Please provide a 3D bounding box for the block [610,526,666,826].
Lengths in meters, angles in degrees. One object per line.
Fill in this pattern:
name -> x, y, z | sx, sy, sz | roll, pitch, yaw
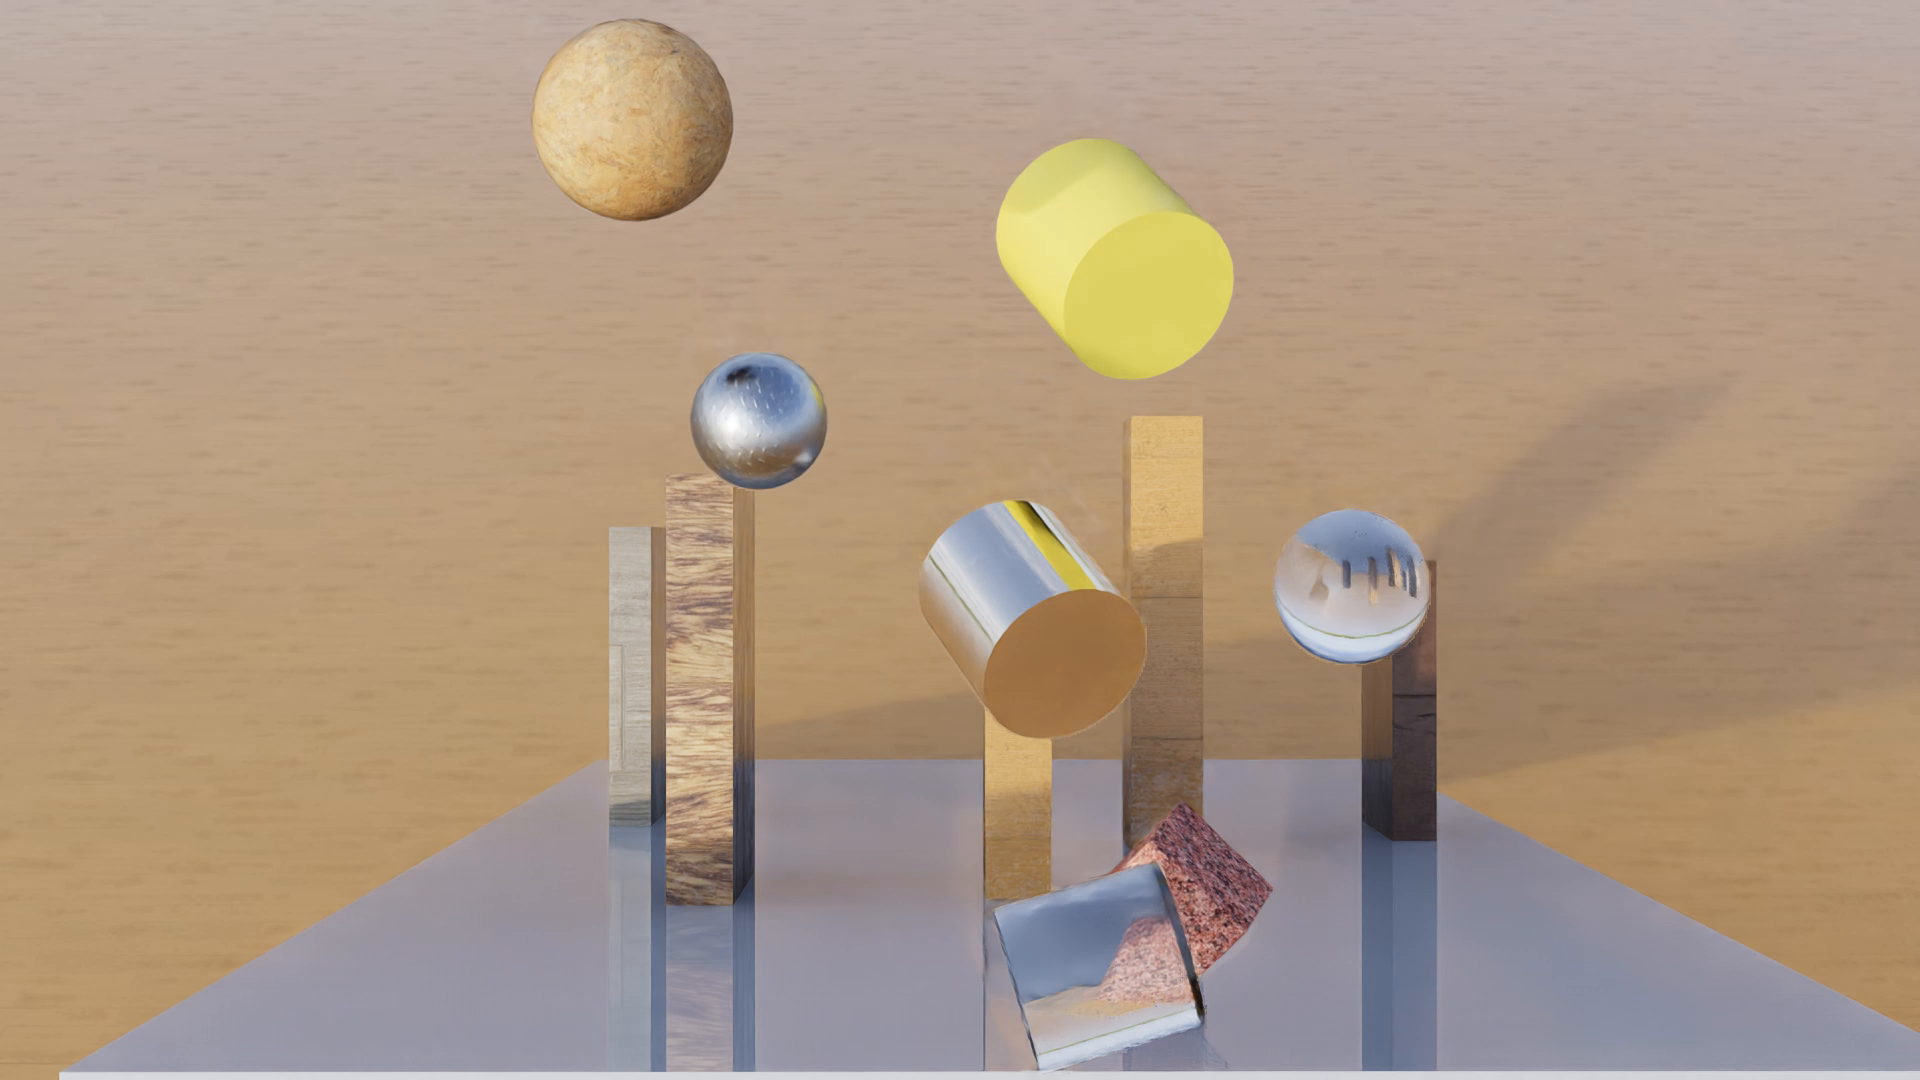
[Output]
block -> -0.645, 0.267, 5.262 | 0.081, 0.585, 0.405 | 0, 0, 0

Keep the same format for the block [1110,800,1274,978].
block -> 0.249, 0.430, 3.047 | 0.150, 0.150, 0.150 | 44, 22, 5

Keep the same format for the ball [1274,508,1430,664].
ball -> 0.434, 0.051, 2.872 | 0.172, 0.172, 0.172 | 0, 31, 0

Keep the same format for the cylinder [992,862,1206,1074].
cylinder -> 0.143, 0.441, 2.672 | 0.176, 0.176, 0.176 | -16, 32, -3

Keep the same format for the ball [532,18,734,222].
ball -> -0.297, -0.381, 2.352 | 0.182, 0.182, 0.182 | 0, 31, 0

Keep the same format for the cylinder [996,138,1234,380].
cylinder -> 0.164, -0.303, 2.776 | 0.194, 0.194, 0.194 | -11, 34, -17

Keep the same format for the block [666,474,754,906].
block -> -0.395, 0.228, 4.138 | 0.101, 0.655, 0.422 | 0, 0, 0

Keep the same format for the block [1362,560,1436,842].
block -> 0.841, 0.298, 4.975 | 0.082, 0.520, 0.365 | 0, 0, 0

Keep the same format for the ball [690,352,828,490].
ball -> -0.187, -0.111, 2.414 | 0.128, 0.128, 0.128 | 0, 31, 0

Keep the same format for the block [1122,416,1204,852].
block -> 0.368, 0.169, 4.722 | 0.127, 0.777, 0.251 | 0, 0, 0

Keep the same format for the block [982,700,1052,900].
block -> 0.090, 0.307, 4.177 | 0.103, 0.497, 0.361 | 0, 0, 0

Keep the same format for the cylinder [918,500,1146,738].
cylinder -> 0.070, 0.078, 2.584 | 0.173, 0.173, 0.173 | -12, 34, -19

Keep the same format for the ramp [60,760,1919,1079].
ramp -> 0.068, 0.607, 4.674 | 2.000, 0.100, 4.000 | 0, 0, 0
